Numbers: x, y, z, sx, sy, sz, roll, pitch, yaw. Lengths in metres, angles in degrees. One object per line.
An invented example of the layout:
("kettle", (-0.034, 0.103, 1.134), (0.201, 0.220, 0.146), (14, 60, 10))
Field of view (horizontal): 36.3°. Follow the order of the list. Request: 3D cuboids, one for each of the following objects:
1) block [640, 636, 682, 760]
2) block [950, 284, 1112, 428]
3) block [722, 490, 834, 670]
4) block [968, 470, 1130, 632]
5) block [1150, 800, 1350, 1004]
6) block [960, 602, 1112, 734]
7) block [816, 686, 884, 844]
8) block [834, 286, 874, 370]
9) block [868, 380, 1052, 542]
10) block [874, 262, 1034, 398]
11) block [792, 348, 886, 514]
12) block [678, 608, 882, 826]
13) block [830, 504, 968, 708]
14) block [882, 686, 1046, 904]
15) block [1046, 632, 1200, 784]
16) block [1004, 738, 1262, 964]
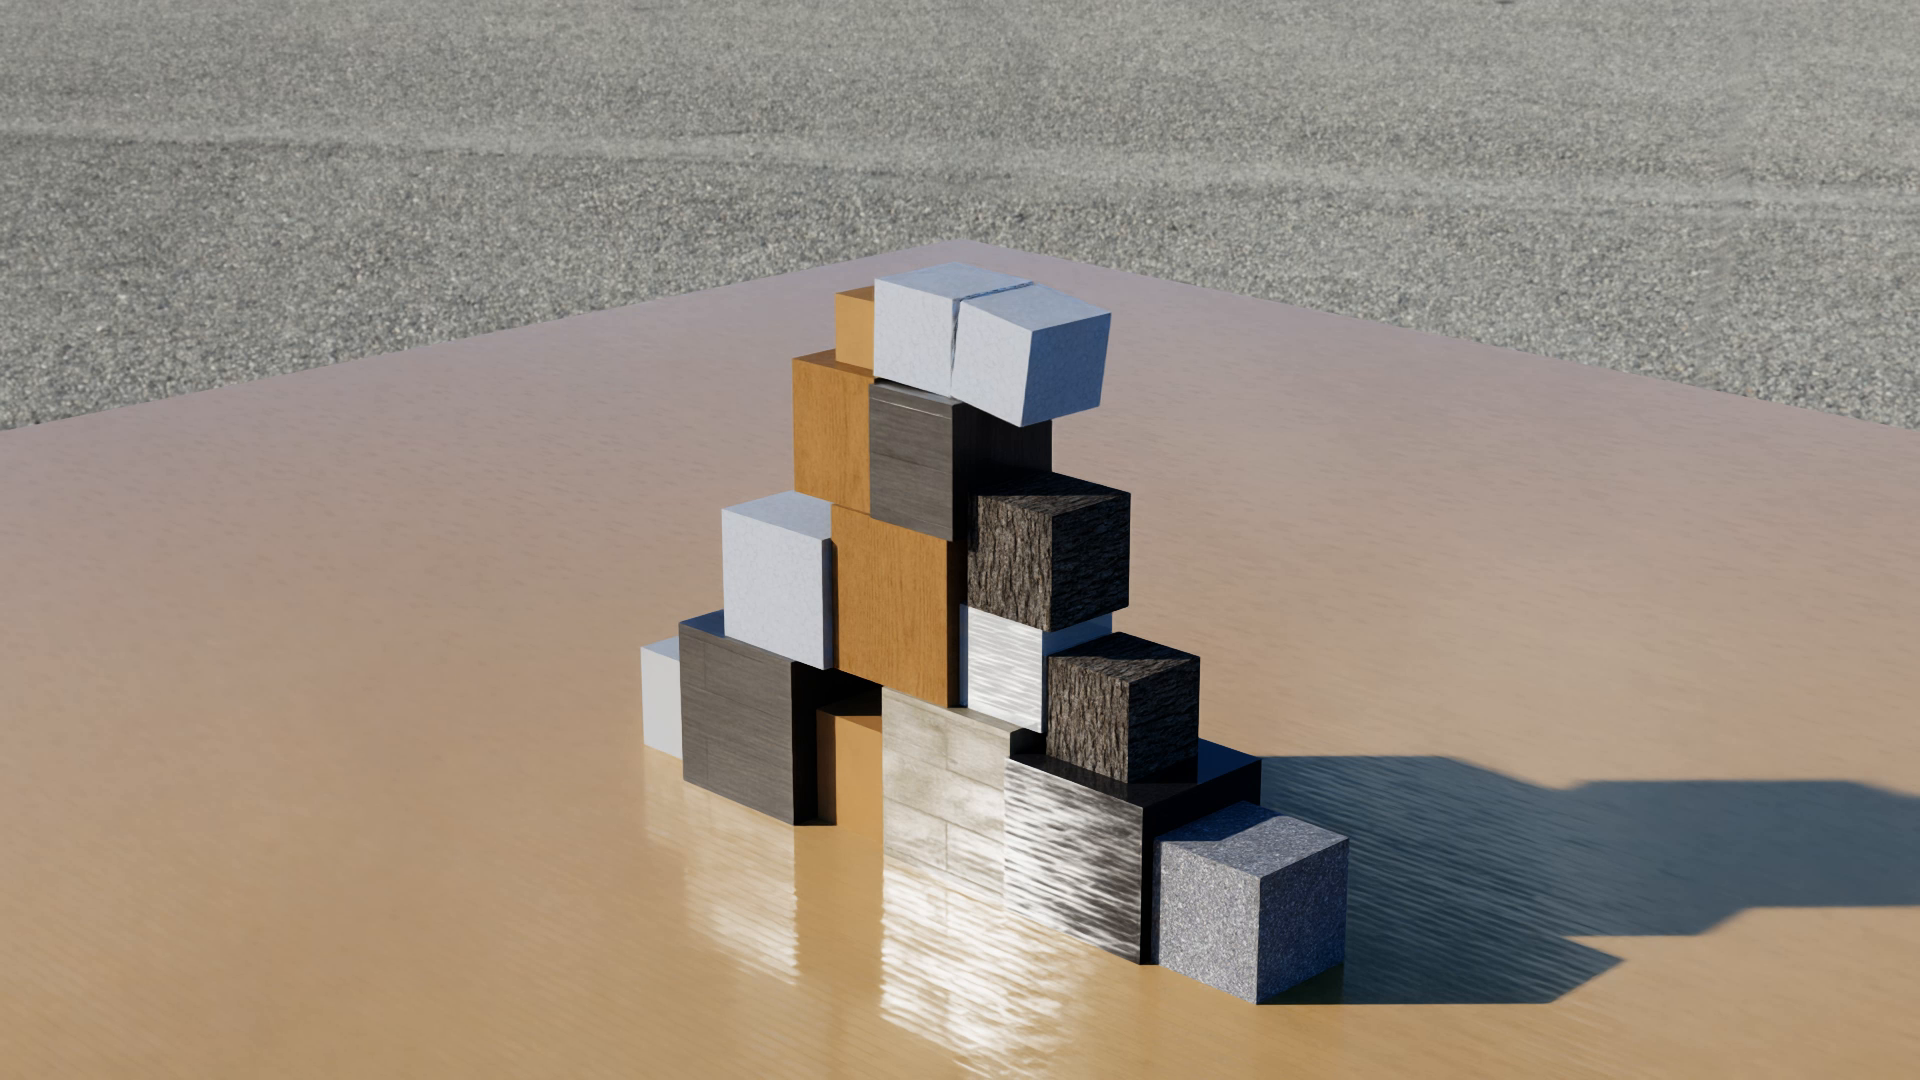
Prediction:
("block", (-1.267, 0.796, 14.934), (0.486, 0.527, 0.509), (-17, 24, -42))
("block", (0.308, -0.809, 12.765), (0.498, 0.437, 0.431), (-17, 32, -42))
("block", (-0.639, 0.155, 14.032), (0.696, 0.634, 0.703), (-17, 24, -42))
("block", (0.392, 0.044, 12.954), (0.504, 0.527, 0.509), (-17, 24, -42))
("block", (1.234, 1.535, 12.503), (0.592, 0.574, 0.584), (-17, 24, -42))
("block", (0.338, 0.518, 13.126), (0.456, 0.481, 0.506), (-17, 24, -42))
("block", (-0.305, 1.067, 14.016), (0.544, 0.560, 0.525), (-17, 24, -42))
("block", (-0.346, -0.973, 13.379), (0.312, 0.315, 0.318), (16, 24, 43))
("block", (0.004, -0.410, 13.195), (0.634, 0.621, 0.529), (-17, 24, -42))
("block", (-0.032, -0.945, 13.095), (0.488, 0.443, 0.508), (19, 25, 42))
("block", (-0.375, -0.534, 13.571), (0.575, 0.636, 0.547), (-17, 24, -42))
("block", (-0.785, 0.794, 14.439), (0.847, 0.828, 0.820), (-17, 24, -42))
("block", (-0.101, 0.228, 13.527), (0.636, 0.794, 0.754), (-17, 24, -42))
("block", (0.176, 1.082, 13.517), (0.694, 0.830, 0.815), (-17, 24, -42))
("block", (0.713, 0.726, 12.840), (0.465, 0.460, 0.479), (-17, 24, -42))
("block", (0.760, 1.304, 12.981), (0.785, 0.728, 0.809), (-17, 24, -42))
